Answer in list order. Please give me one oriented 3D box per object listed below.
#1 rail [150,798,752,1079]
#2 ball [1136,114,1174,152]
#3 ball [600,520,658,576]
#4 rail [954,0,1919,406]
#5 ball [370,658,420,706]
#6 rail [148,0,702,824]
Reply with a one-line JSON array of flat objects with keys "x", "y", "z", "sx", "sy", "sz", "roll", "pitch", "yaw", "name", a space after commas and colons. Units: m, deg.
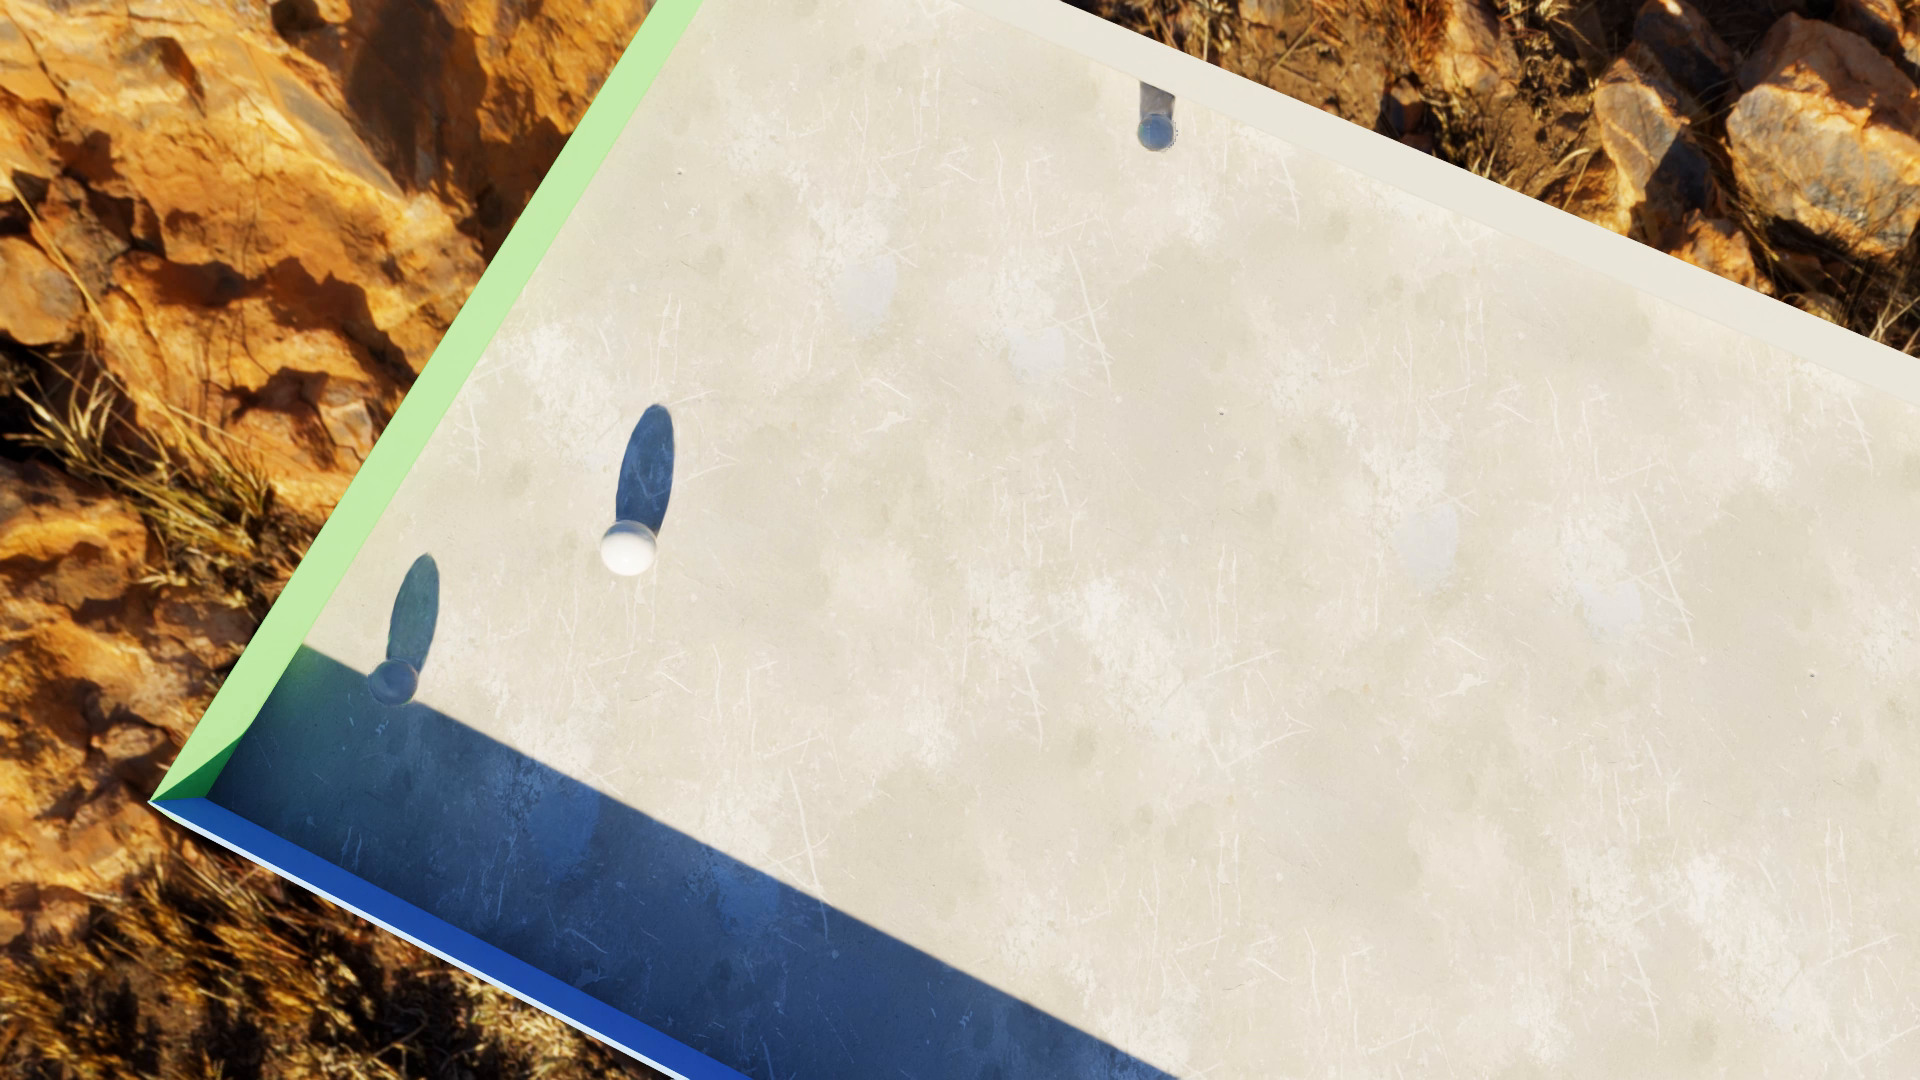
[{"x": 0.388, "y": 1.109, "z": 3.013, "sx": 3.496, "sy": 0.114, "sz": 0.045, "roll": 25, "pitch": 72, "yaw": 9, "name": "rail"}, {"x": 0.329, "y": -0.686, "z": 3.705, "sx": 0.064, "sy": 0.064, "sz": 0.064, "roll": 0, "pitch": 70, "yaw": 0, "name": "ball"}, {"x": -0.517, "y": 0.012, "z": 3.434, "sx": 0.088, "sy": 0.088, "sz": 0.088, "roll": 0, "pitch": 70, "yaw": 0, "name": "ball"}, {"x": 1.180, "y": -0.396, "z": 3.570, "sx": 3.496, "sy": 0.114, "sz": 0.045, "roll": 25, "pitch": 72, "yaw": 9, "name": "rail"}, {"x": -0.866, "y": 0.218, "z": 3.366, "sx": 0.074, "sy": 0.074, "sz": 0.074, "roll": 0, "pitch": 70, "yaw": 0, "name": "ball"}, {"x": -0.763, "y": -0.359, "z": 3.557, "sx": 0.045, "sy": 0.114, "sz": 1.837, "roll": 25, "pitch": 72, "yaw": 9, "name": "rail"}]
